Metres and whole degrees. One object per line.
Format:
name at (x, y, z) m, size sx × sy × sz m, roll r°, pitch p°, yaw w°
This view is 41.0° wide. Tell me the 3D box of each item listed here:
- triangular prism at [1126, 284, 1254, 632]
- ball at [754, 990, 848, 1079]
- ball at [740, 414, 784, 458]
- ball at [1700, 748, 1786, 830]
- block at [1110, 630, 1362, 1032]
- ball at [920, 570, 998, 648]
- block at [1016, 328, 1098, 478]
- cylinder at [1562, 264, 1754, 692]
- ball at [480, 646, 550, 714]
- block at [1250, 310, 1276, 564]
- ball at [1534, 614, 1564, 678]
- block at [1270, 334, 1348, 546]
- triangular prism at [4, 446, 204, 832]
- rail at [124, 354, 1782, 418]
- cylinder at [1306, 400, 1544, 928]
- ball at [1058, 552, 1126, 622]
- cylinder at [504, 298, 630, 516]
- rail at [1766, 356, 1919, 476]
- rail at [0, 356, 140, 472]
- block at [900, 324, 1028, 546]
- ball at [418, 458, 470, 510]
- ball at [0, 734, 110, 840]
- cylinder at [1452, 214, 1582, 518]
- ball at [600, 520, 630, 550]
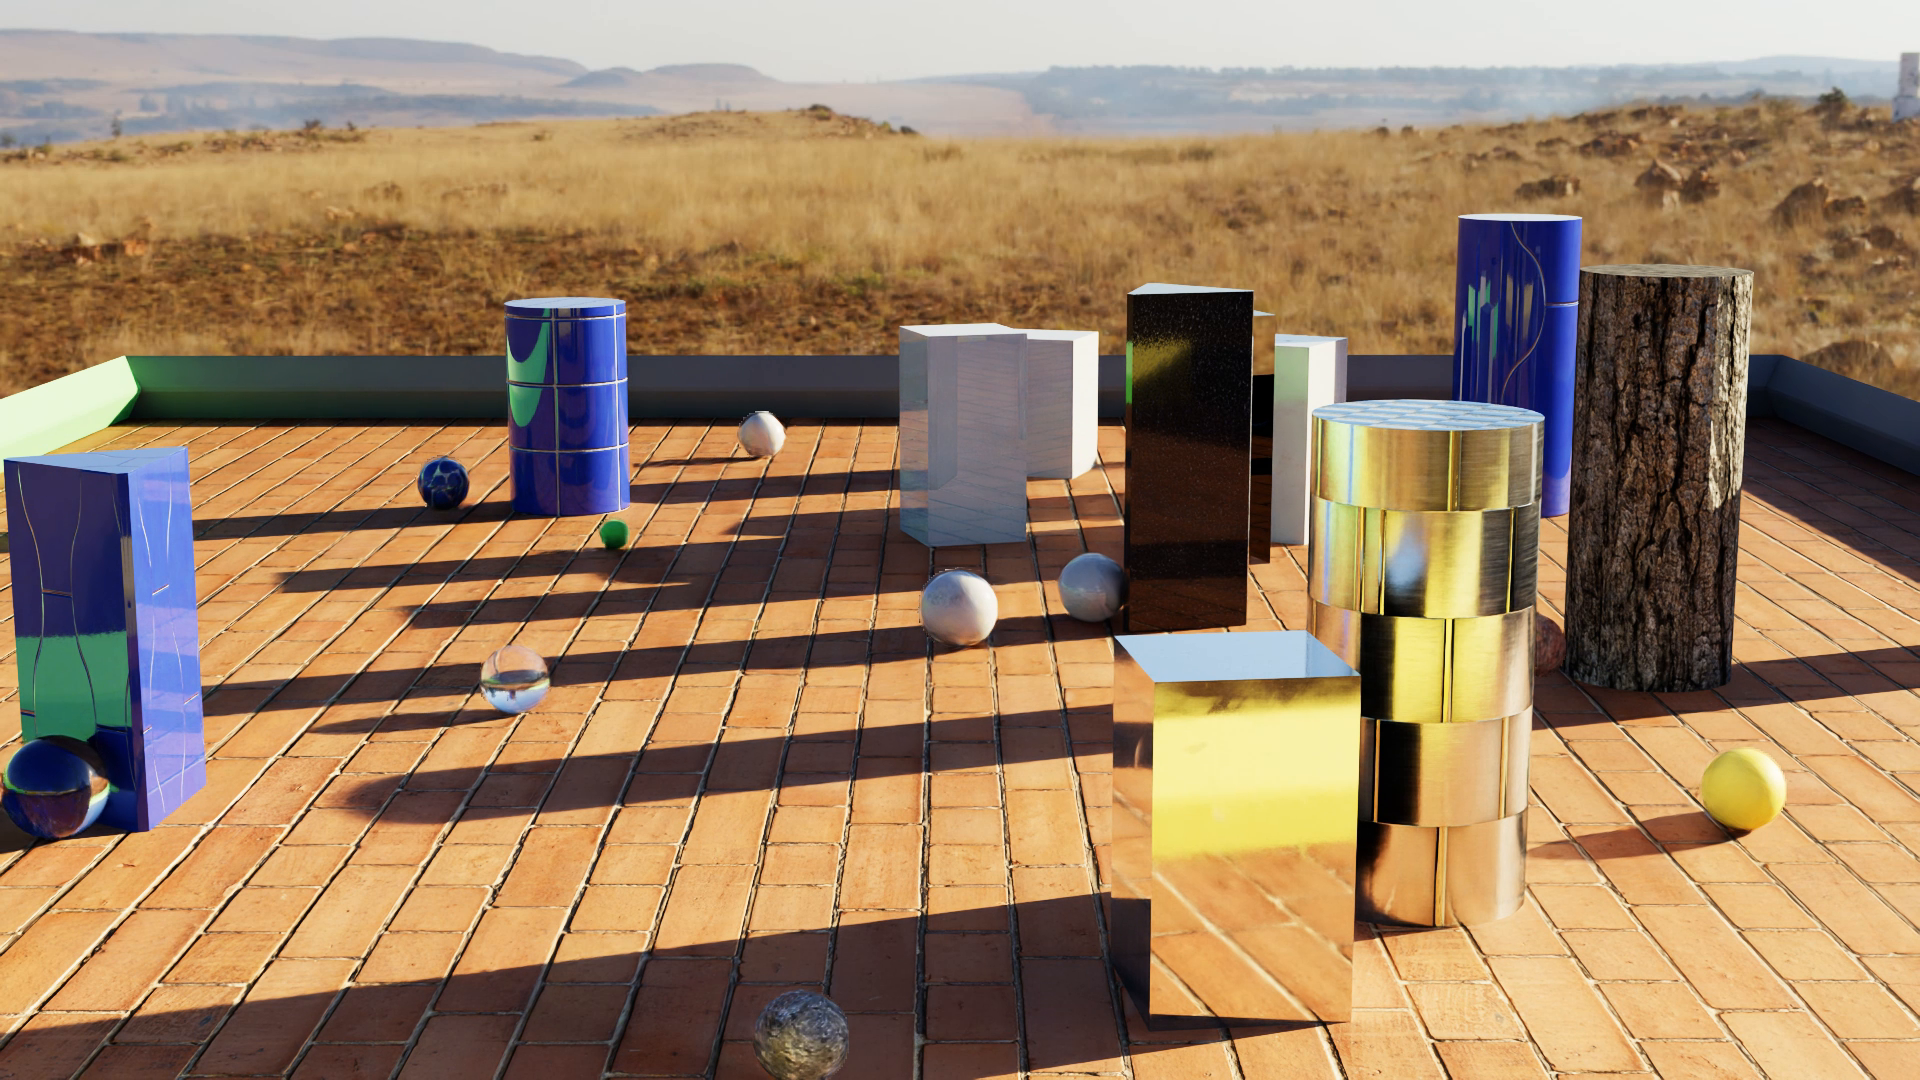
triangular prism at (0.276, -0.113, 3.389) m, size 0.172 × 0.440 × 0.149 m, roll -3°, pitch 11°, yaw -16°
ball at (-0.115, 0.360, 1.853) m, size 0.069 × 0.069 × 0.069 m, roll 0°, pitch 10°, yaw 0°
ball at (-0.371, -0.196, 4.813) m, size 0.084 × 0.084 × 0.084 m, roll 0°, pitch 10°, yaw 0°
ball at (0.755, 0.240, 2.473) m, size 0.078 × 0.078 × 0.078 m, roll 0°, pitch 10°, yaw 0°
block at (0.213, 0.224, 2.021) m, size 0.158 × 0.274 × 0.158 m, roll -1°, pitch 11°, yaw -7°
ball at (-0.001, 0.087, 3.244) m, size 0.099 × 0.099 × 0.099 m, roll 0°, pitch 10°, yaw 0°
block at (0.151, -0.249, 4.650) m, size 0.158 × 0.248 × 0.158 m, roll 4°, pitch 11°, yaw 19°
cylinder at (0.832, -0.078, 3.070) m, size 0.198 × 0.488 × 0.198 m, roll 0°, pitch 10°, yaw 0°
ball at (-0.506, 0.158, 2.917) m, size 0.078 × 0.078 × 0.078 m, roll 0°, pitch 10°, yaw 0°
block at (0.359, -0.155, 3.814) m, size 0.158 × 0.368 × 0.158 m, roll -3°, pitch 11°, yaw -18°
ball at (0.689, 0.127, 3.091) m, size 0.077 × 0.077 × 0.077 m, roll 0°, pitch 10°, yaw 0°
block at (0.500, -0.162, 4.022) m, size 0.158 × 0.305 × 0.158 m, roll 6°, pitch 12°, yaw 29°
triangular prism at (-0.817, 0.090, 2.543) m, size 0.172 × 0.350 × 0.149 m, roll 7°, pitch 12°, yaw 32°
rail at (-0.011, -0.318, 5.344) m, size 3.463 × 0.129 × 0.045 m, roll 0°, pitch 10°, yaw 0°
cylinder at (0.403, 0.103, 2.252) m, size 0.198 × 0.429 × 0.198 m, roll 0°, pitch 10°, yaw 0°
ball at (0.175, 0.063, 3.396) m, size 0.092 × 0.092 × 0.092 m, roll 0°, pitch 10°, yaw 0°
cylinder at (-0.651, -0.223, 4.256) m, size 0.198 × 0.341 × 0.198 m, roll 0°, pitch 10°, yaw 0°
rail at (1.708, 0.031, 3.458) m, size 0.045 × 0.129 × 3.903 m, roll 0°, pitch 10°, yaw 0°
rail at (-1.708, 0.035, 3.439) m, size 0.045 × 0.129 × 3.903 m, roll 0°, pitch 10°, yaw 0°
block at (0.004, -0.166, 3.998) m, size 0.158 × 0.323 × 0.158 m, roll -3°, pitch 11°, yaw -17°
ball at (-0.856, -0.093, 4.255) m, size 0.086 × 0.086 × 0.086 m, roll 0°, pitch 10°, yaw 0°
ball at (-0.862, 0.235, 2.445) m, size 0.099 × 0.099 × 0.099 m, roll 0°, pitch 10°, yaw 0°
cylinder at (0.912, -0.288, 4.220) m, size 0.198 × 0.482 × 0.198 m, roll 0°, pitch 10°, yaw 0°
ball at (-0.526, -0.008, 3.910) m, size 0.044 × 0.044 × 0.044 m, roll 0°, pitch 10°, yaw 0°
